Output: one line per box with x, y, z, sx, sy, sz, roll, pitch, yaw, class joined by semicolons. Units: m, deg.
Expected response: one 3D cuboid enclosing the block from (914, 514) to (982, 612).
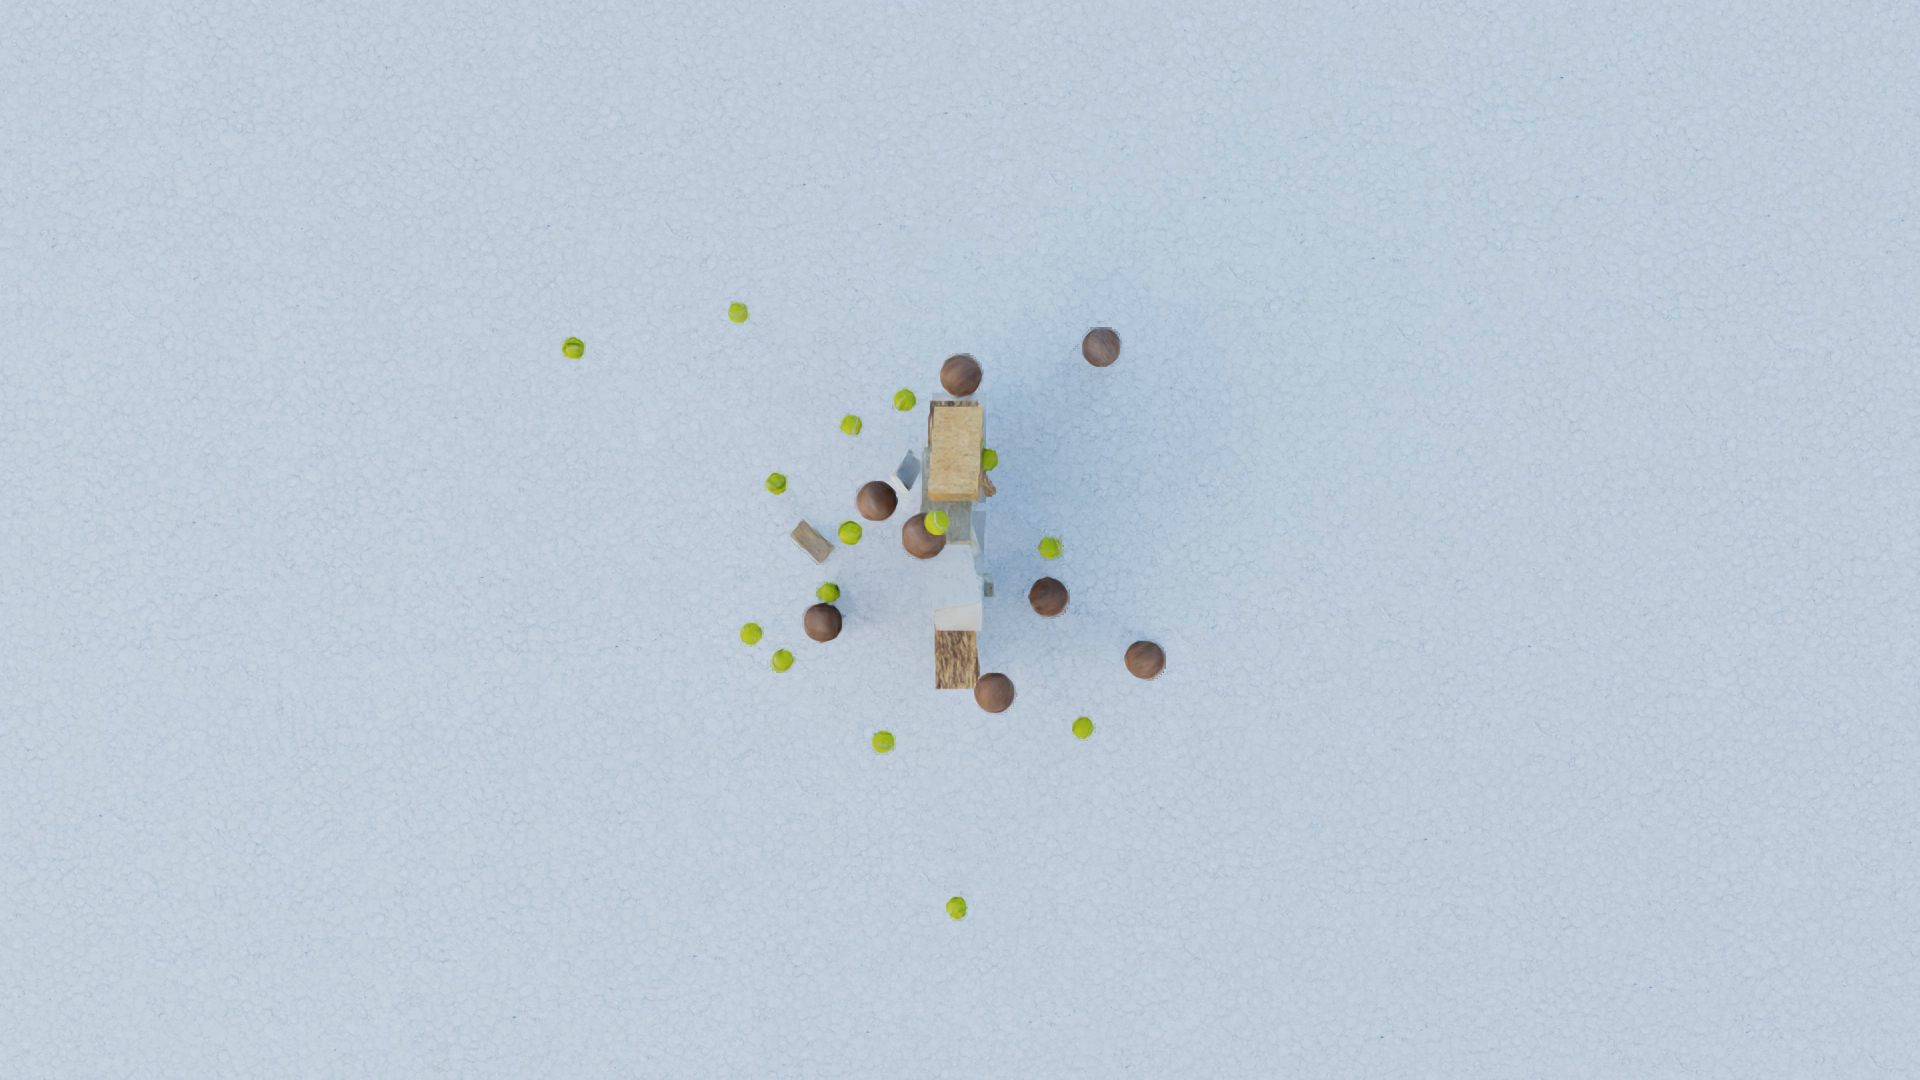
-0.035;0.055;4.838;0.146;0.041;0.292;-11;77;2;block

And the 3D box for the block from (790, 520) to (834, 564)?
-0.490;0.005;5.477;0.143;0.020;0.072;41;89;7;block

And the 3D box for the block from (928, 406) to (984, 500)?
-0.009;-0.254;4.822;0.145;0.041;0.290;0;64;8;block

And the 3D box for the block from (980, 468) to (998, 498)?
0.061;-0.202;5.066;0.021;0.075;0.150;-32;94;-10;block

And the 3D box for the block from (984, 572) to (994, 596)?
0.035;0.143;5.353;0.145;0.290;0.041;-1;96;1;block

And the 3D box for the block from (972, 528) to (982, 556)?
-0.026;-0.003;5.024;0.146;0.292;0.041;-19;67;0;block

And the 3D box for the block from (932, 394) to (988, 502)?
-0.001;-0.286;5.139;0.168;0.048;0.337;0;90;0;block

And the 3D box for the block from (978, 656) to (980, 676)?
-0.002;0.408;5.366;0.133;0.266;0.038;3;92;0;block

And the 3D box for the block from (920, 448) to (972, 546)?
-0.038;-0.129;4.833;0.145;0.041;0.290;-1;72;7;block

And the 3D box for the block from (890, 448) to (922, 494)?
-0.163;-0.215;5.108;0.020;0.143;0.072;-22;117;35;block

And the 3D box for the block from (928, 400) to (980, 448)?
-0.022;-0.270;4.918;0.145;0.041;0.290;1;81;7;block

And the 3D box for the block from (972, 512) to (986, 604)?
0.005;0.055;5.186;0.145;0.041;0.290;1;90;0;block

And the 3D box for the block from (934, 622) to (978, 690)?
-0.013;0.337;5.213;0.133;0.038;0.266;-1;90;0;block

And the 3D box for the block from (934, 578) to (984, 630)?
-0.005;0.199;5.039;0.146;0.319;0.041;0;66;0;block
